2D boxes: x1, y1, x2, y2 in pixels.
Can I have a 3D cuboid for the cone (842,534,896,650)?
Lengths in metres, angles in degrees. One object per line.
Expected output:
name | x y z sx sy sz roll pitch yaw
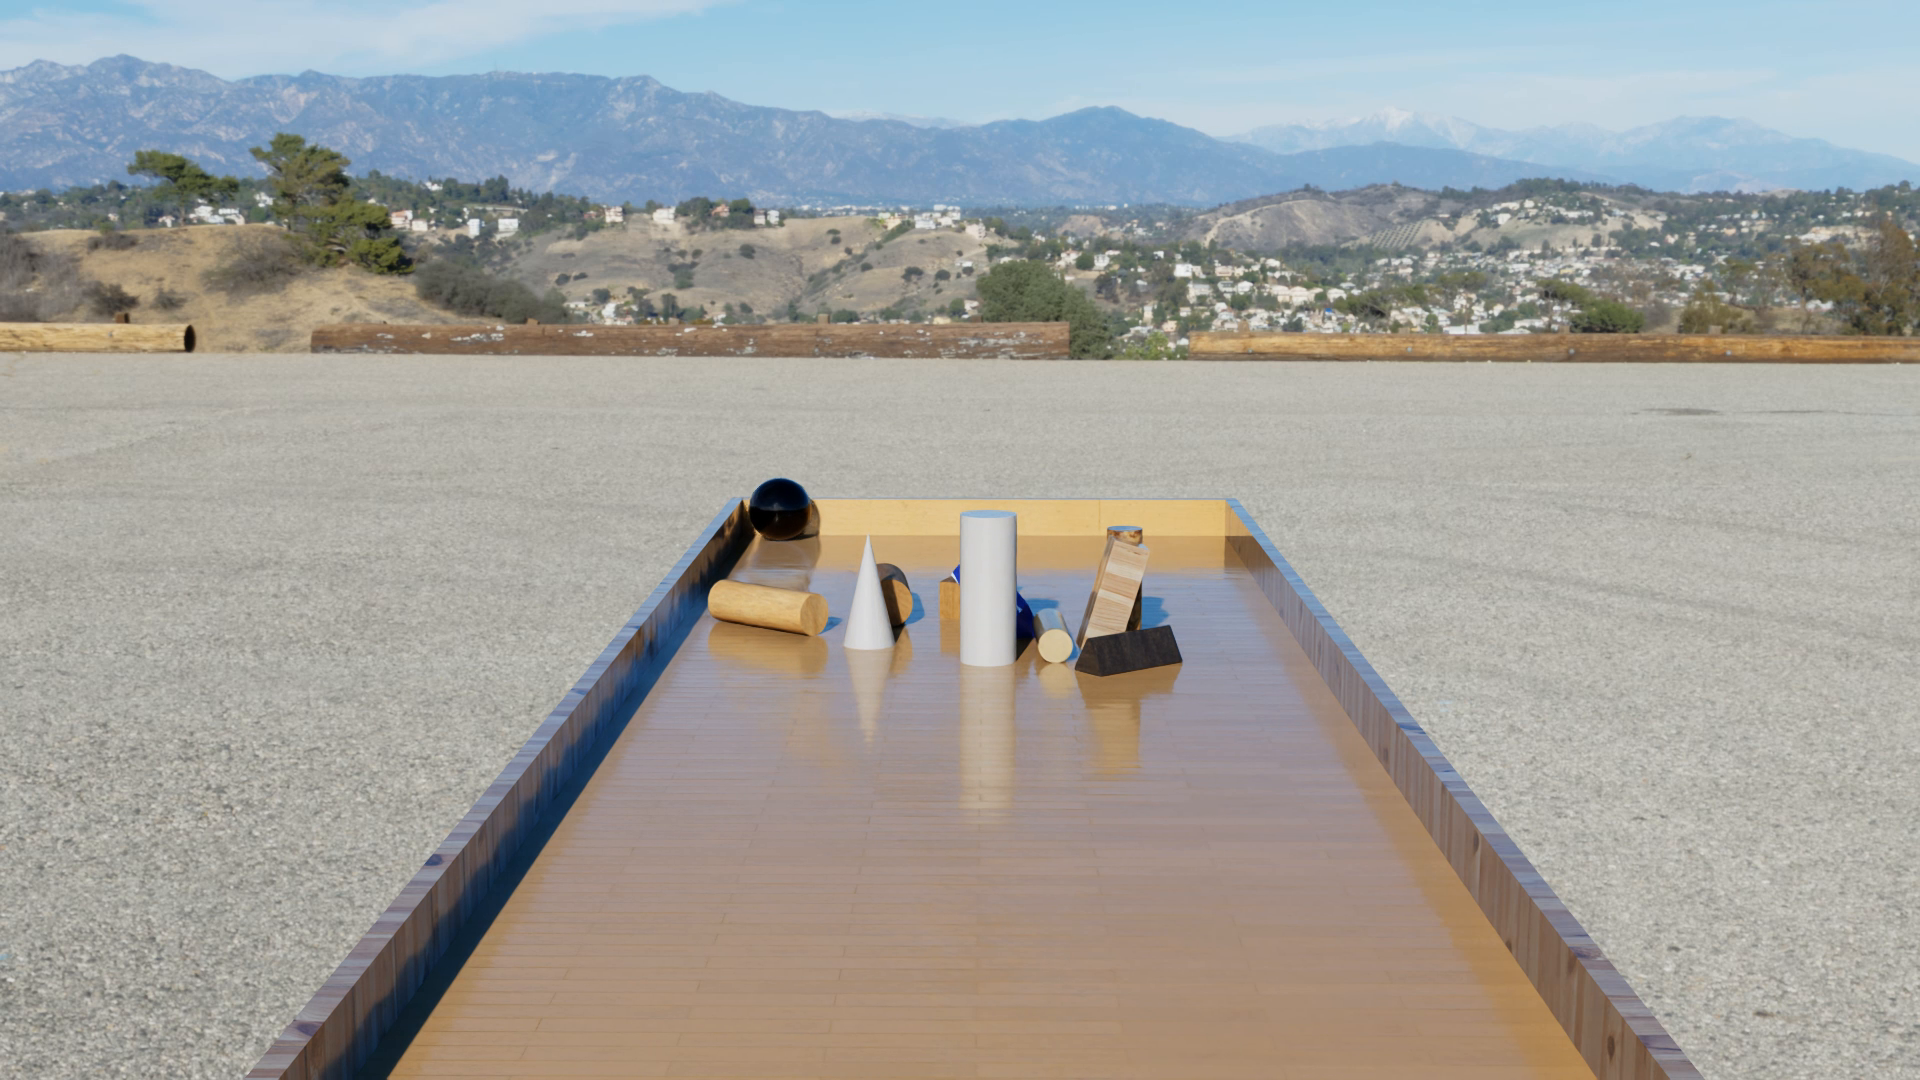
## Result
cone | -0.287 0.150 6.910 0.167 0.360 0.167 0 9 0

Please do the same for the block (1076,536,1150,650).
block | 0.467 0.174 6.732 0.115 0.351 0.115 16 7 -7

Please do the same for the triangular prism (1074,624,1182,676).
triangular prism | 0.508 0.325 6.603 0.328 0.105 0.121 -7 11 -38

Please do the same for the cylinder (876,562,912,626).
cylinder | -0.246 0.182 7.341 0.161 0.161 0.320 -1 9 -4

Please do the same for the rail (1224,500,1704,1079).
rail | 1.046 0.843 3.208 0.050 0.150 12.000 0 9 1

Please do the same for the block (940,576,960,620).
block | 0.057 0.174 7.518 0.123 0.123 0.396 3 10 20

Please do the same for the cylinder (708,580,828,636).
cylinder | -0.629 0.219 7.189 0.415 0.137 0.137 7 12 38

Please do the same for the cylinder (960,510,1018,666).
cylinder | 0.086 0.144 6.660 0.173 0.451 0.173 0 9 0

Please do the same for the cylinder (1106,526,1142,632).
cylinder | 0.515 0.146 6.902 0.112 0.371 0.112 0 9 0

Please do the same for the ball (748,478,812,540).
ball | -0.735 -0.126 8.980 0.258 0.258 0.258 0 9 0

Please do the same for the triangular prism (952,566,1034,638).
triangular prism | 0.124 0.159 7.163 0.140 0.121 0.413 -4 30 -24

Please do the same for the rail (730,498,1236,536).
rail | 0.099 -0.098 9.147 2.100 0.150 0.050 0 9 1

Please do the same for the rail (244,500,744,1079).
rail | -1.004 0.839 3.234 0.050 0.150 12.000 0 9 1

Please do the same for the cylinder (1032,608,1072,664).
cylinder | 0.286 0.294 6.819 0.104 0.104 0.342 0 9 -1
